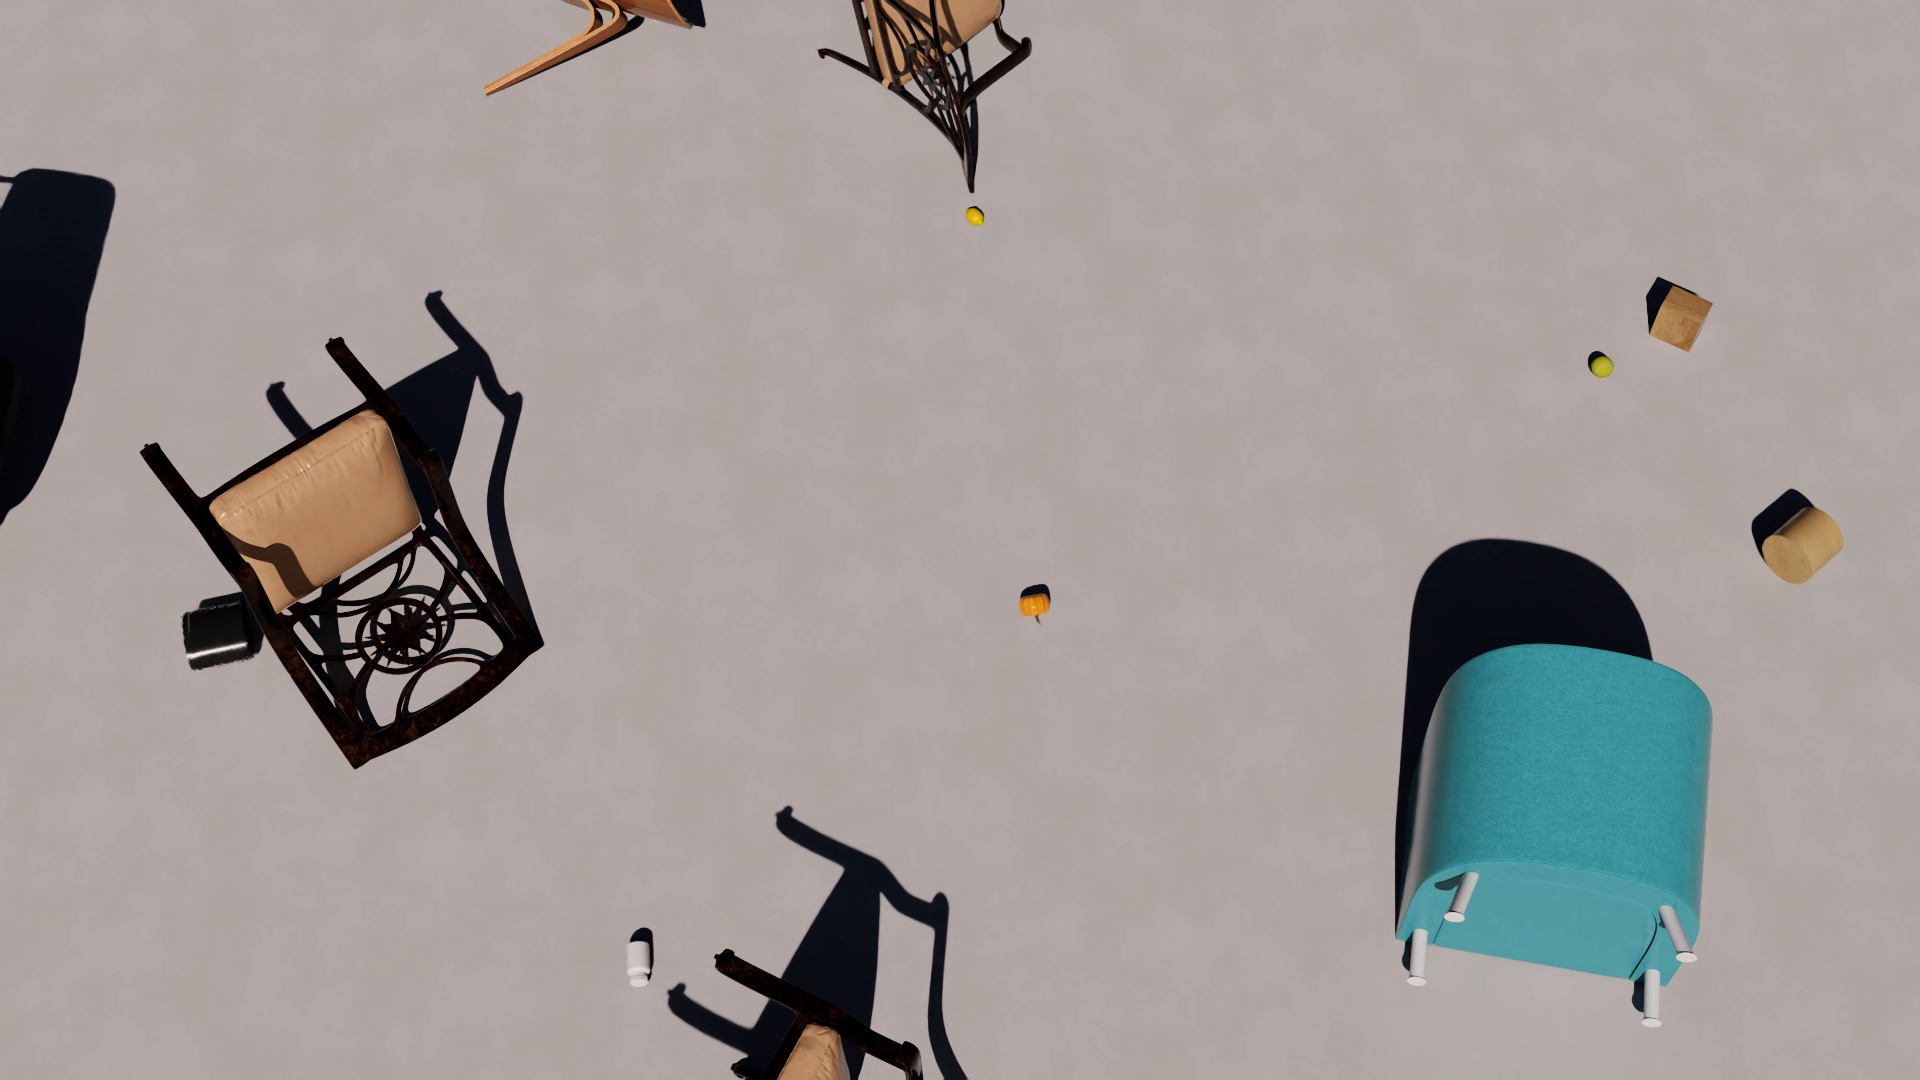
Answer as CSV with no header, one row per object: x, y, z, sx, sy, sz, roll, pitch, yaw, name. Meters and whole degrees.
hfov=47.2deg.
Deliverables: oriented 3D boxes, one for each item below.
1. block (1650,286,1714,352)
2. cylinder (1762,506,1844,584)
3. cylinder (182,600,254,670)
2.281,-0.699,6.958,0.134,0.142,0.101,28,61,18,block
2.476,0.016,6.461,0.156,0.172,0.162,-35,39,-21,cylinder
-2.132,0.274,6.320,0.166,0.116,0.184,-12,60,-8,cylinder
